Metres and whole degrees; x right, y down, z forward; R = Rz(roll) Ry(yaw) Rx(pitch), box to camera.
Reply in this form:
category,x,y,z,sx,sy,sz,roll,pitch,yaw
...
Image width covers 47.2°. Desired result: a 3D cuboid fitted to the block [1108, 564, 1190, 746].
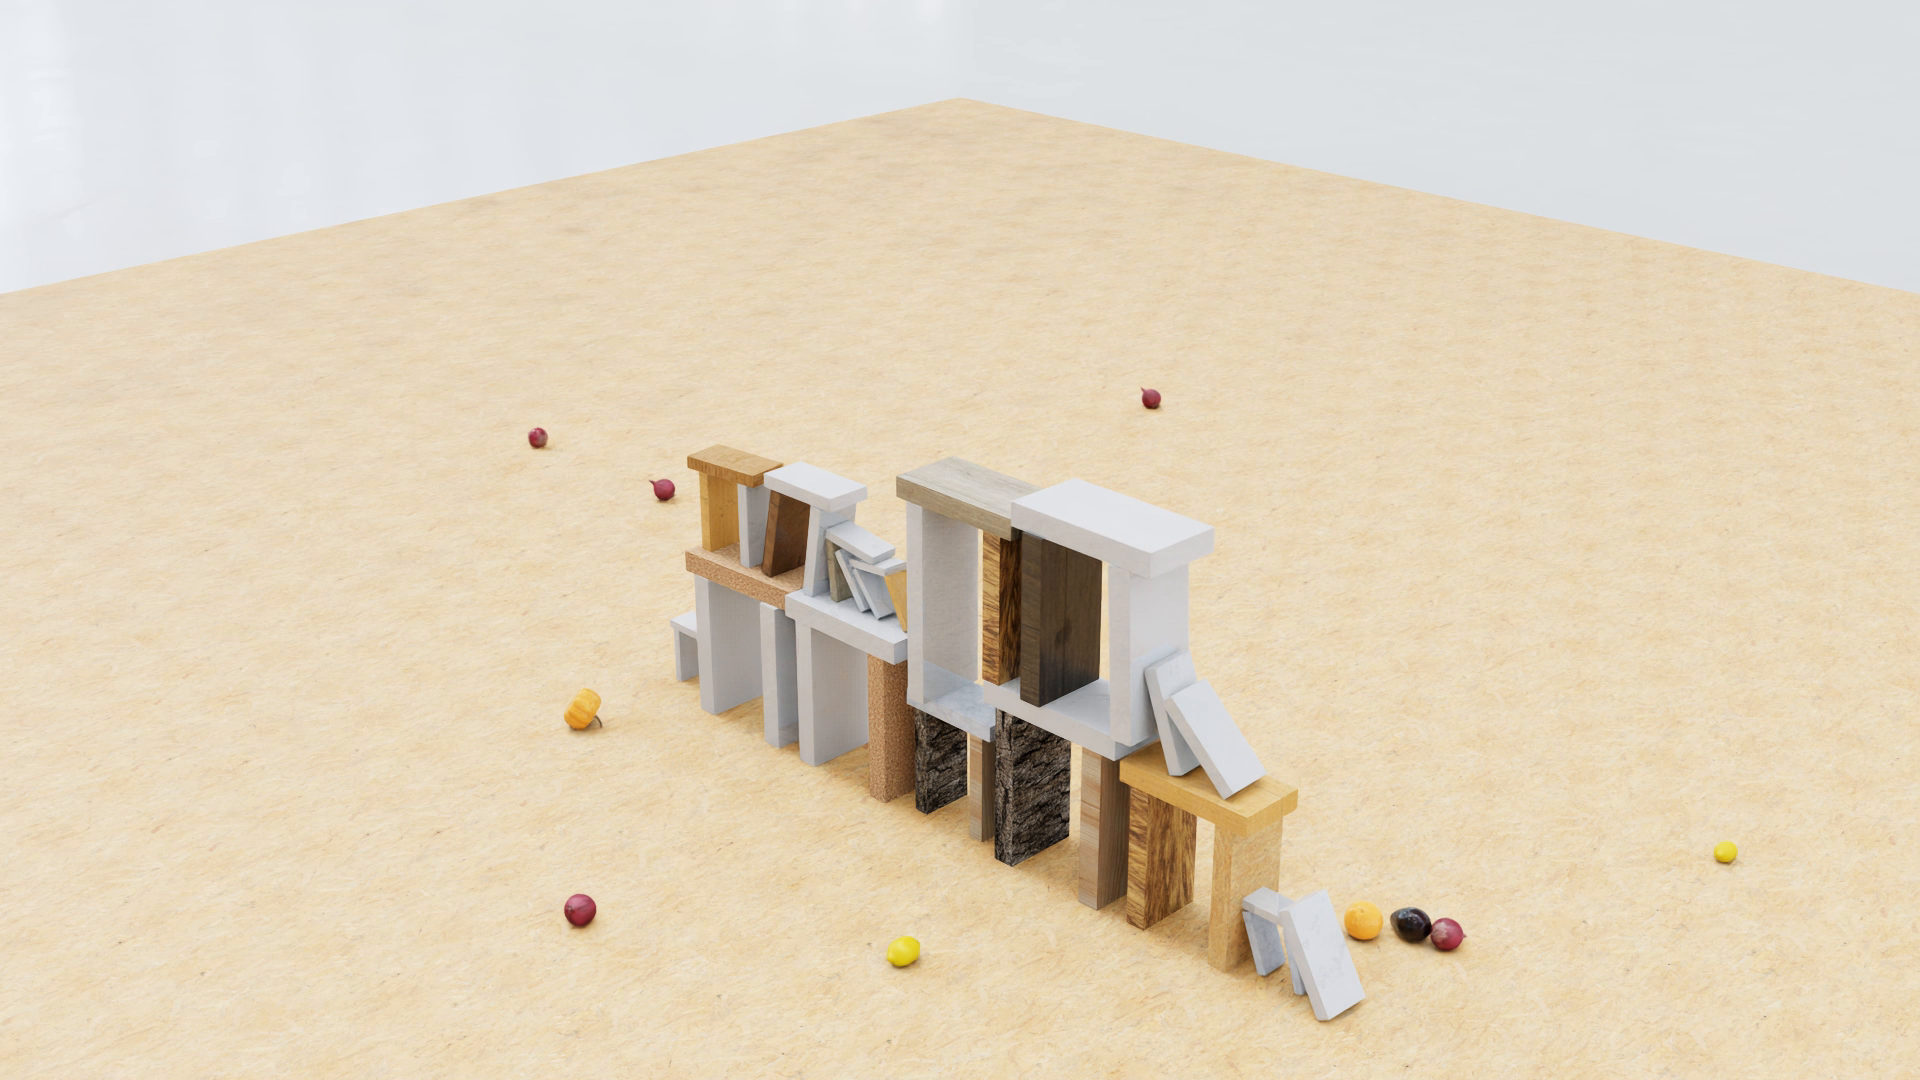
category,x,y,z,sx,sy,sz,roll,pitch,yaw
block,0.339,0.182,3.930,0.048,0.337,0.169,17,28,40

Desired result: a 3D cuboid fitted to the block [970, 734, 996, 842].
category,x,y,z,sx,sy,sz,roll,pitch,yaw
block,0.072,0.471,4.353,0.033,0.232,0.116,21,31,41

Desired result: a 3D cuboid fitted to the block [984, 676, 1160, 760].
category,x,y,z,sx,sy,sz,roll,pitch,yaw
block,0.220,0.309,4.124,0.331,0.047,0.166,21,31,41

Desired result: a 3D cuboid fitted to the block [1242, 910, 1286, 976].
category,x,y,z,sx,sy,sz,roll,pitch,yaw
block,0.544,0.710,3.935,0.061,0.121,0.017,-21,10,-41

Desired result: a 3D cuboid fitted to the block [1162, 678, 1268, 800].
category,x,y,z,sx,sy,sz,roll,pitch,yaw
block,0.450,0.350,3.884,0.100,0.028,0.201,-23,76,-42

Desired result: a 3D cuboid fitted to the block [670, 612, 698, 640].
category,x,y,z,sx,sy,sz,roll,pitch,yaw
block,-0.587,0.196,4.945,0.129,0.018,0.064,21,31,41

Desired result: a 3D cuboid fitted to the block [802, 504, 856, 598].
category,x,y,z,sx,sy,sz,roll,pitch,yaw
block,-0.267,0.010,4.517,0.102,0.204,0.029,-22,40,-41

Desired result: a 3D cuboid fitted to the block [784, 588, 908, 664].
category,x,y,z,sx,sy,sz,roll,pitch,yaw
block,-0.188,0.158,4.493,0.327,0.046,0.163,21,31,41

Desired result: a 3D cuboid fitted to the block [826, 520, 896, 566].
category,x,y,z,sx,sy,sz,roll,pitch,yaw
block,-0.202,0.005,4.449,0.133,0.019,0.067,30,37,32

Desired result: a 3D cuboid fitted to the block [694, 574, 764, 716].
category,x,y,z,sx,sy,sz,roll,pitch,yaw
block,-0.500,0.207,4.853,0.046,0.328,0.164,21,31,41

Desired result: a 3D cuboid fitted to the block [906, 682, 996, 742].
category,x,y,z,sx,sy,sz,roll,pitch,yaw
block,0.017,0.328,4.351,0.116,0.033,0.232,-21,31,-40

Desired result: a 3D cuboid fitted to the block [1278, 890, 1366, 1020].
category,x,y,z,sx,sy,sz,roll,pitch,yaw
block,0.629,0.721,3.823,0.100,0.201,0.028,-19,-1,-38

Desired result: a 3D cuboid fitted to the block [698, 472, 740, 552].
category,x,y,z,sx,sy,sz,roll,pitch,yaw
block,-0.515,-0.079,4.746,0.027,0.190,0.095,20,30,39

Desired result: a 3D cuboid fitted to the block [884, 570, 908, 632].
category,x,y,z,sx,sy,sz,roll,pitch,yaw
block,-0.106,0.119,4.387,0.058,0.115,0.016,-19,-1,-37

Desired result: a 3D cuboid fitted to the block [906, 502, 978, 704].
category,x,y,z,sx,sy,sz,roll,pitch,yaw
block,-0.033,0.104,4.302,0.153,0.418,0.043,-21,31,-40

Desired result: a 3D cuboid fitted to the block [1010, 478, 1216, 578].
category,x,y,z,sx,sy,sz,roll,pitch,yaw
block,0.270,-0.024,3.922,0.169,0.048,0.338,-21,30,-39

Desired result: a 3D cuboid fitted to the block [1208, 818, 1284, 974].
category,x,y,z,sx,sy,sz,roll,pitch,yaw
block,0.511,0.616,3.937,0.041,0.290,0.145,21,31,41

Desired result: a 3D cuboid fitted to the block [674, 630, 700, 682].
category,x,y,z,sx,sy,sz,roll,pitch,yaw
block,-0.617,0.252,5.002,0.018,0.129,0.064,21,31,41

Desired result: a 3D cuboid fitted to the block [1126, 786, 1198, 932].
category,x,y,z,sx,sy,sz,roll,pitch,yaw
block,0.375,0.563,4.063,0.041,0.290,0.145,21,31,41

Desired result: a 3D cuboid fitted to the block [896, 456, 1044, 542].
category,x,y,z,sx,sy,sz,roll,pitch,yaw
block,0.039,-0.081,4.147,0.153,0.043,0.305,-21,31,-40

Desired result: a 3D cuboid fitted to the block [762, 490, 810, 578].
category,x,y,z,sx,sy,sz,roll,pitch,yaw
block,-0.358,-0.027,4.605,0.102,0.203,0.029,-21,43,-41

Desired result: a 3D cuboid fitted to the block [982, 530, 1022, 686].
category,x,y,z,sx,sy,sz,roll,pitch,yaw
block,0.111,0.108,4.148,0.043,0.305,0.153,21,31,41

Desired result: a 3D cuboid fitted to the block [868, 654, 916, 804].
category,x,y,z,sx,sy,sz,roll,pitch,yaw
block,-0.111,0.360,4.495,0.046,0.327,0.163,21,31,41

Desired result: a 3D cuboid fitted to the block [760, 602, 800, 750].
category,x,y,z,sx,sy,sz,roll,pitch,yaw
block,-0.346,0.268,4.711,0.164,0.328,0.046,-21,31,-41

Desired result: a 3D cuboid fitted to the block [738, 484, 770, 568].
category,x,y,z,sx,sy,sz,roll,pitch,yaw
block,-0.424,-0.045,4.665,0.027,0.190,0.095,20,30,40

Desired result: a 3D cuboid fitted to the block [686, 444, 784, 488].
category,x,y,z,sx,sy,sz,roll,pitch,yaw
block,-0.476,-0.158,4.654,0.190,0.027,0.095,17,28,34

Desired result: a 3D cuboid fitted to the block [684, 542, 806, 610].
category,x,y,z,sx,sy,sz,roll,pitch,yaw
block,-0.418,0.064,4.712,0.328,0.046,0.164,19,30,38

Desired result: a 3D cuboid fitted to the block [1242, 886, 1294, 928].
category,x,y,z,sx,sy,sz,roll,pitch,yaw
block,0.565,0.654,3.887,0.061,0.017,0.121,-22,31,-40

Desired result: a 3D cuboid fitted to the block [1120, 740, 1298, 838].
category,x,y,z,sx,sy,sz,roll,pitch,yaw
block,0.443,0.437,3.935,0.290,0.041,0.145,21,31,41

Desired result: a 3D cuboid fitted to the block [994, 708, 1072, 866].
category,x,y,z,sx,sy,sz,roll,pitch,yaw
block,0.142,0.453,4.269,0.047,0.331,0.166,21,31,41

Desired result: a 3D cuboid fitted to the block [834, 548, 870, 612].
category,x,y,z,sx,sy,sz,roll,pitch,yaw
block,-0.199,0.075,4.479,0.067,0.133,0.019,-19,-8,-38

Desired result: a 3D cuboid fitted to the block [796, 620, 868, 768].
category,x,y,z,sx,sy,sz,roll,pitch,yaw
block,-0.265,0.299,4.637,0.046,0.327,0.163,21,31,41

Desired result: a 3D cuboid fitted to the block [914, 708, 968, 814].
category,x,y,z,sx,sy,sz,roll,pitch,yaw
block,-0.037,0.429,4.454,0.033,0.232,0.116,21,31,41

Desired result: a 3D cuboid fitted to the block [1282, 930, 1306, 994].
category,x,y,z,sx,sy,sz,roll,pitch,yaw
block,0.605,0.733,3.878,0.061,0.121,0.017,-22,15,-40

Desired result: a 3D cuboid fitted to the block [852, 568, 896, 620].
category,x,y,z,sx,sy,sz,roll,pitch,yaw
block,-0.166,0.102,4.451,0.058,0.016,0.115,-16,70,-33

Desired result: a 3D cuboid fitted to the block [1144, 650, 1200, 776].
category,x,y,z,sx,sy,sz,roll,pitch,yaw
block,0.393,0.309,3.932,0.028,0.201,0.100,-5,13,46

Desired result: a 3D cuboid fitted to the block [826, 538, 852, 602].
category,x,y,z,sx,sy,sz,roll,pitch,yaw
block,-0.238,0.052,4.510,0.067,0.133,0.019,-20,24,-39

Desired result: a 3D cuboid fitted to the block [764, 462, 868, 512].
category,x,y,z,sx,sy,sz,roll,pitch,yaw
block,-0.296,-0.110,4.500,0.203,0.029,0.102,21,31,40

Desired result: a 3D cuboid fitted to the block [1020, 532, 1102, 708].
category,x,y,z,sx,sy,sz,roll,pitch,yaw
block,0.188,0.125,4.066,0.048,0.338,0.169,21,31,41

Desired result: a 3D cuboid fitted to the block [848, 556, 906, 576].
category,x,y,z,sx,sy,sz,roll,pitch,yaw
block,-0.165,0.048,4.431,0.058,0.016,0.115,-19,22,-37

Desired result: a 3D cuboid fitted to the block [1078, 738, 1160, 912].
category,x,y,z,sx,sy,sz,roll,pitch,yaw
block,0.298,0.514,4.125,0.047,0.331,0.166,21,31,41
